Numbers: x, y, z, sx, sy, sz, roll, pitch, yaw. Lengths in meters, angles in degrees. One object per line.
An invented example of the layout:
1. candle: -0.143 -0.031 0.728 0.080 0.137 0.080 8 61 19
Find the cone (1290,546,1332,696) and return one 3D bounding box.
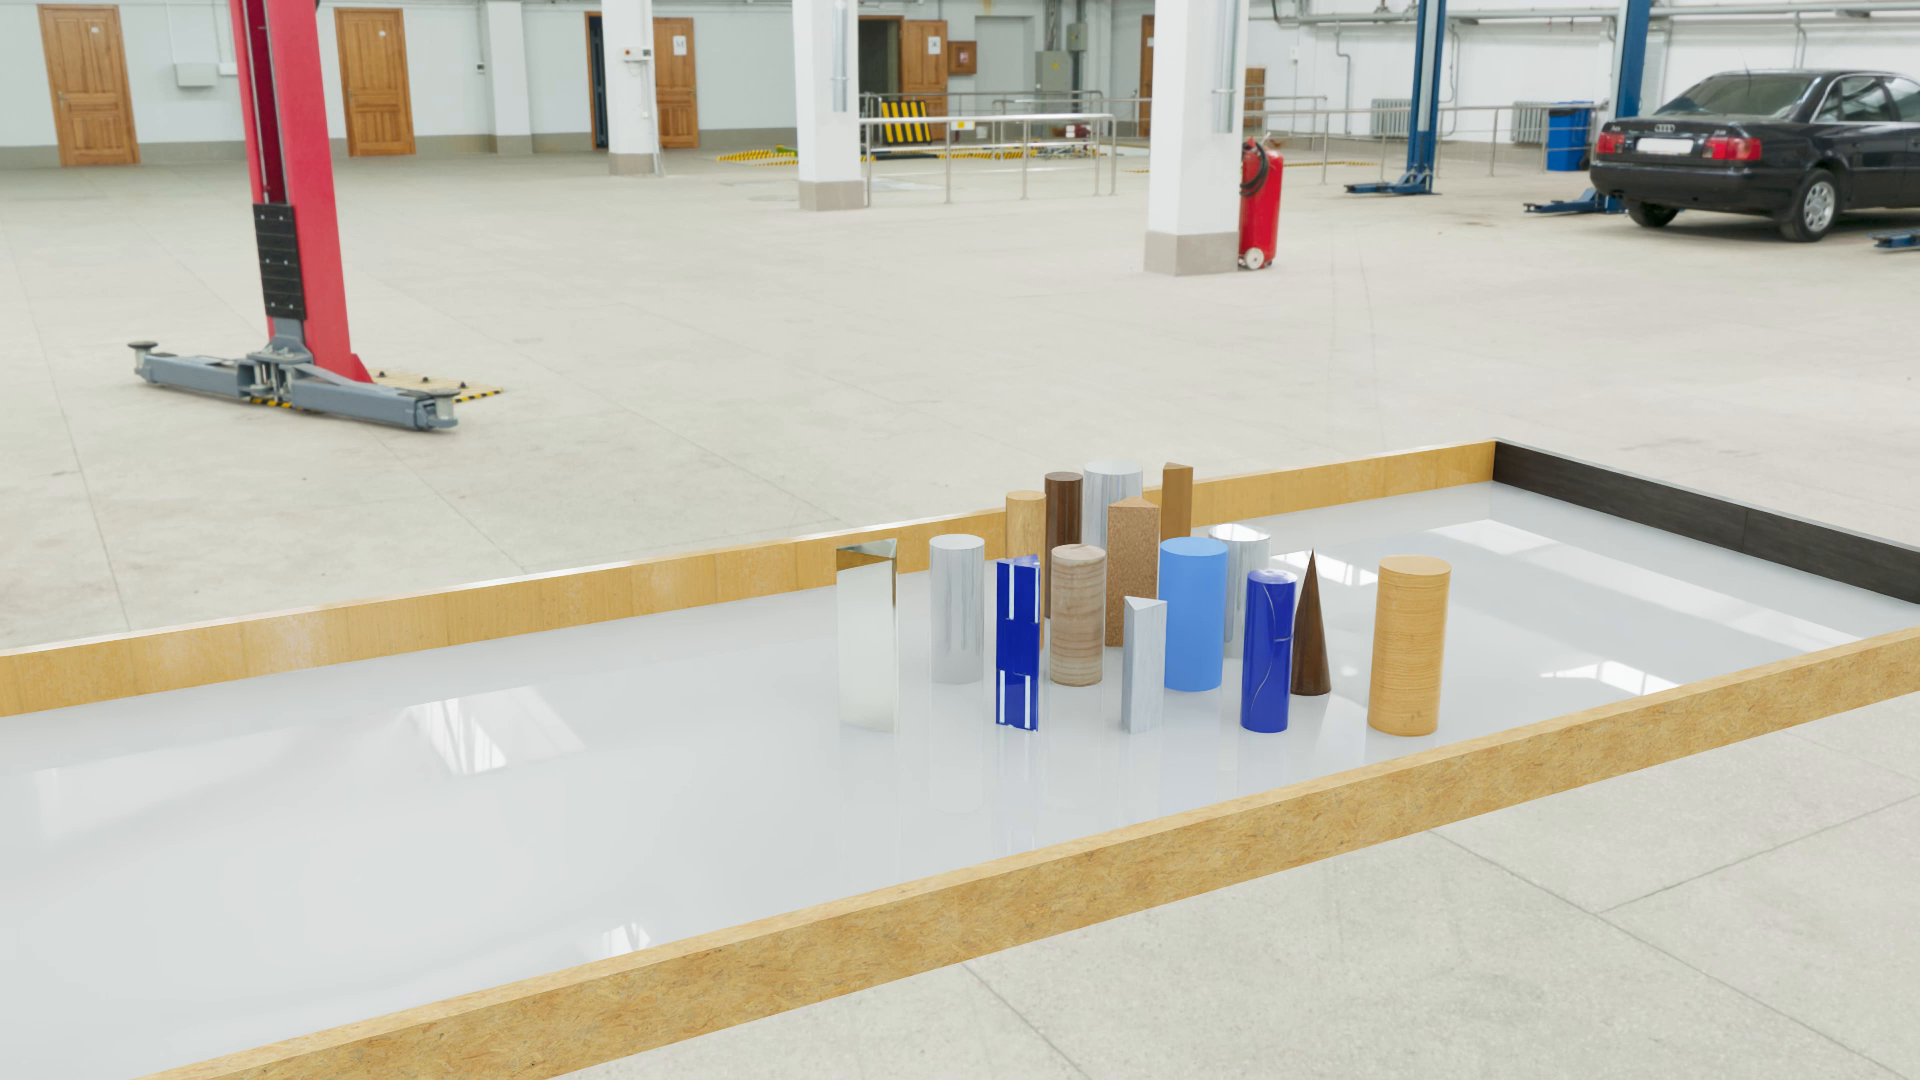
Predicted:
1. cone: 0.859 0.190 4.064 0.135 0.364 0.135 0 16 0

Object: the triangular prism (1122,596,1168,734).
1. triangular prism: 0.410 0.287 3.836 0.099 0.306 0.086 -12 20 -36

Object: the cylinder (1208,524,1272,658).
1. cylinder: 0.728 0.133 4.334 0.161 0.320 0.161 0 16 0

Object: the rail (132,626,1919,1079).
1. rail: -2.336 1.006 1.665 12.000 0.150 0.050 -9 18 -27

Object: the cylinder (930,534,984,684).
1. cylinder: -0.008 0.173 4.141 0.138 0.352 0.138 0 16 0

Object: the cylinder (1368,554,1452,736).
1. cylinder: 1.042 0.244 3.830 0.163 0.392 0.163 0 16 0

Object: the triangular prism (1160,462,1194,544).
1. triangular prism: 0.588 -0.004 4.615 0.089 0.424 0.077 -5 17 -15

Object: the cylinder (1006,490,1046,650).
1. cylinder: 0.171 0.083 4.333 0.105 0.416 0.105 0 16 0

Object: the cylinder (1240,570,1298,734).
1. cylinder: 0.715 0.258 3.831 0.113 0.364 0.113 0 16 0

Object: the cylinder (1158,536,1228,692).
1. cylinder: 0.576 0.184 4.108 0.167 0.351 0.167 0 16 0

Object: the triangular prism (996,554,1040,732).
1. triangular prism: 0.154 0.236 3.847 0.110 0.398 0.095 9 19 27

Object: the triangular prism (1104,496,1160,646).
1. triangular prism: 0.458 0.083 4.387 0.131 0.386 0.114 2 16 7

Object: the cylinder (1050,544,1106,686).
1. cylinder: 0.293 0.188 4.126 0.135 0.331 0.135 0 16 0

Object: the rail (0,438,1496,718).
1. rail: -3.305 0.497 3.399 12.000 0.150 0.050 -9 18 -27

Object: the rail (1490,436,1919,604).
1. rail: 2.466 -0.048 5.253 0.050 0.150 2.100 -9 18 -27

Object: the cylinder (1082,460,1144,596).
1. cylinder: 0.445 -0.037 4.836 0.174 0.363 0.174 0 16 0

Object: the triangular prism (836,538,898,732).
1. triangular prism: -0.184 0.217 3.863 0.156 0.425 0.135 9 19 28

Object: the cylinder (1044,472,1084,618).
1. cylinder: 0.285 0.017 4.589 0.107 0.400 0.107 0 16 0
